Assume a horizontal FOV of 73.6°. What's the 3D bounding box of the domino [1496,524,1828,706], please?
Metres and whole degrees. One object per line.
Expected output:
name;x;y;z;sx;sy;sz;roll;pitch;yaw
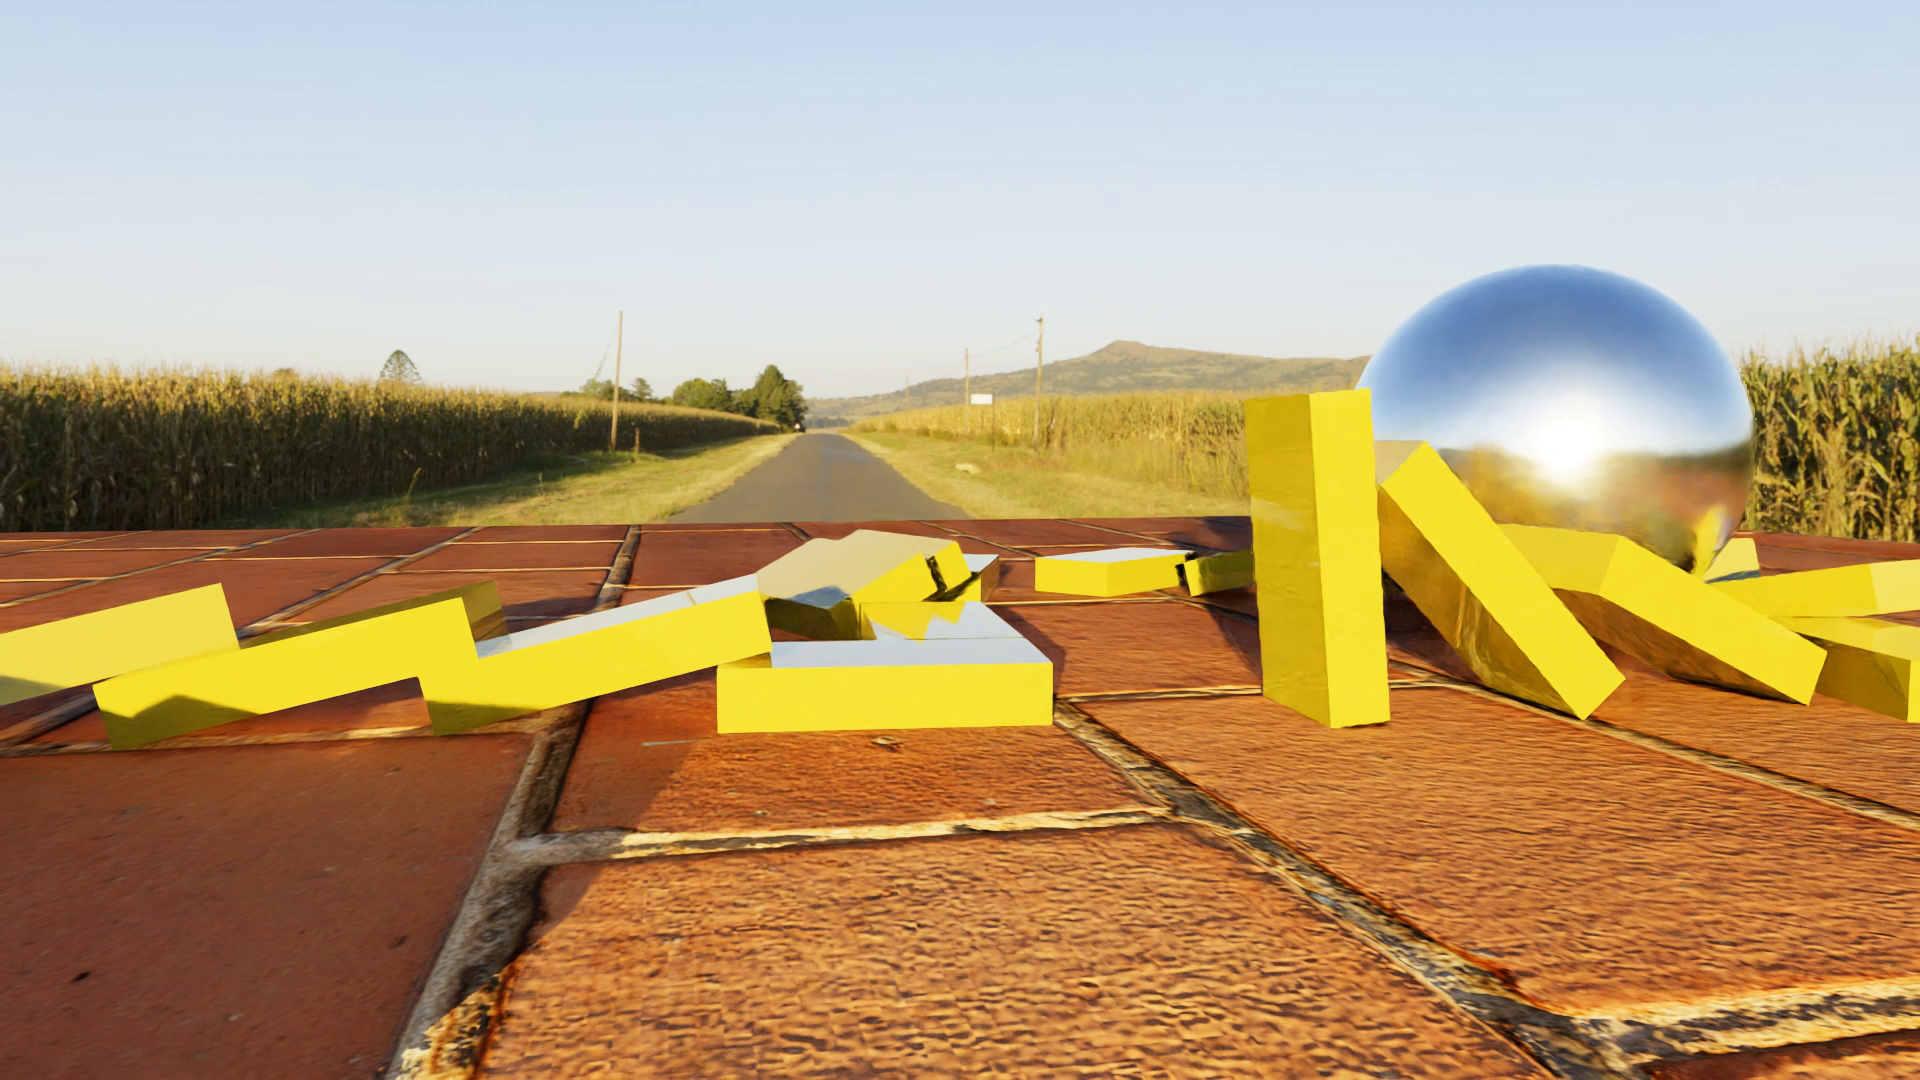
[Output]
domino;0.114;0.012;0.212;0.050;0.009;0.025;24;-4;-20

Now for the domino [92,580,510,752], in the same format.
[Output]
domino;-0.097;0.018;0.193;0.050;0.009;0.025;-14;6;-8

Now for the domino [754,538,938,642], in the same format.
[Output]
domino;-0.030;0.011;0.292;0.025;0.009;0.050;-32;20;-27

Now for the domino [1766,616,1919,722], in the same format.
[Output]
domino;0.159;0.021;0.220;0.025;0.010;0.050;0;4;4

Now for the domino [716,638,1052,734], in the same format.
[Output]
domino;-0.012;0.023;0.204;0.050;0.010;0.025;0;4;-6

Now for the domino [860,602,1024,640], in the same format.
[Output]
domino;-0.005;0.020;0.243;0.025;0.010;0.050;-1;4;-8

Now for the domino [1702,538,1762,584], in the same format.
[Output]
domino;0.158;0.009;0.306;0.025;0.009;0.050;-2;-9;-33

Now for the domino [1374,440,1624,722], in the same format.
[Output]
domino;0.080;0.006;0.206;0.009;0.050;0.025;-44;10;-4

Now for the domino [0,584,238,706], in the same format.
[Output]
domino;-0.137;0.018;0.187;0.050;0.009;0.025;-18;8;-42

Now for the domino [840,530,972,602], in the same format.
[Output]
domino;-0.022;0.009;0.321;0.025;0.009;0.050;-32;19;-26

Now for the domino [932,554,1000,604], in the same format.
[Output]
domino;-0.004;0.011;0.360;0.025;0.009;0.050;1;4;7

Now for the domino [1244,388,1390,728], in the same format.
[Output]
domino;0.056;0.002;0.203;0.009;0.050;0.025;-6;5;-9

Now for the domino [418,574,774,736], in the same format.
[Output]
domino;-0.055;0.017;0.202;0.050;0.010;0.025;-14;6;-9

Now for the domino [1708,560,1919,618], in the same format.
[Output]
domino;0.170;0.012;0.267;0.025;0.009;0.050;-2;-8;-29

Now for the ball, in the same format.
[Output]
ball;0.123;-0.018;0.273;0.080;0.080;0.080;0;4;0

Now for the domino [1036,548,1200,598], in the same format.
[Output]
domino;0.048;0.009;0.383;0.025;0.009;0.050;4;6;41

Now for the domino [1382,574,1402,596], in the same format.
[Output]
domino;0.125;0.007;0.337;0.050;0.009;0.025;-14;-3;29

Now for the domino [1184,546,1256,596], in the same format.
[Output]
domino;0.090;0.005;0.357;0.050;0.010;0.025;-13;-2;22
